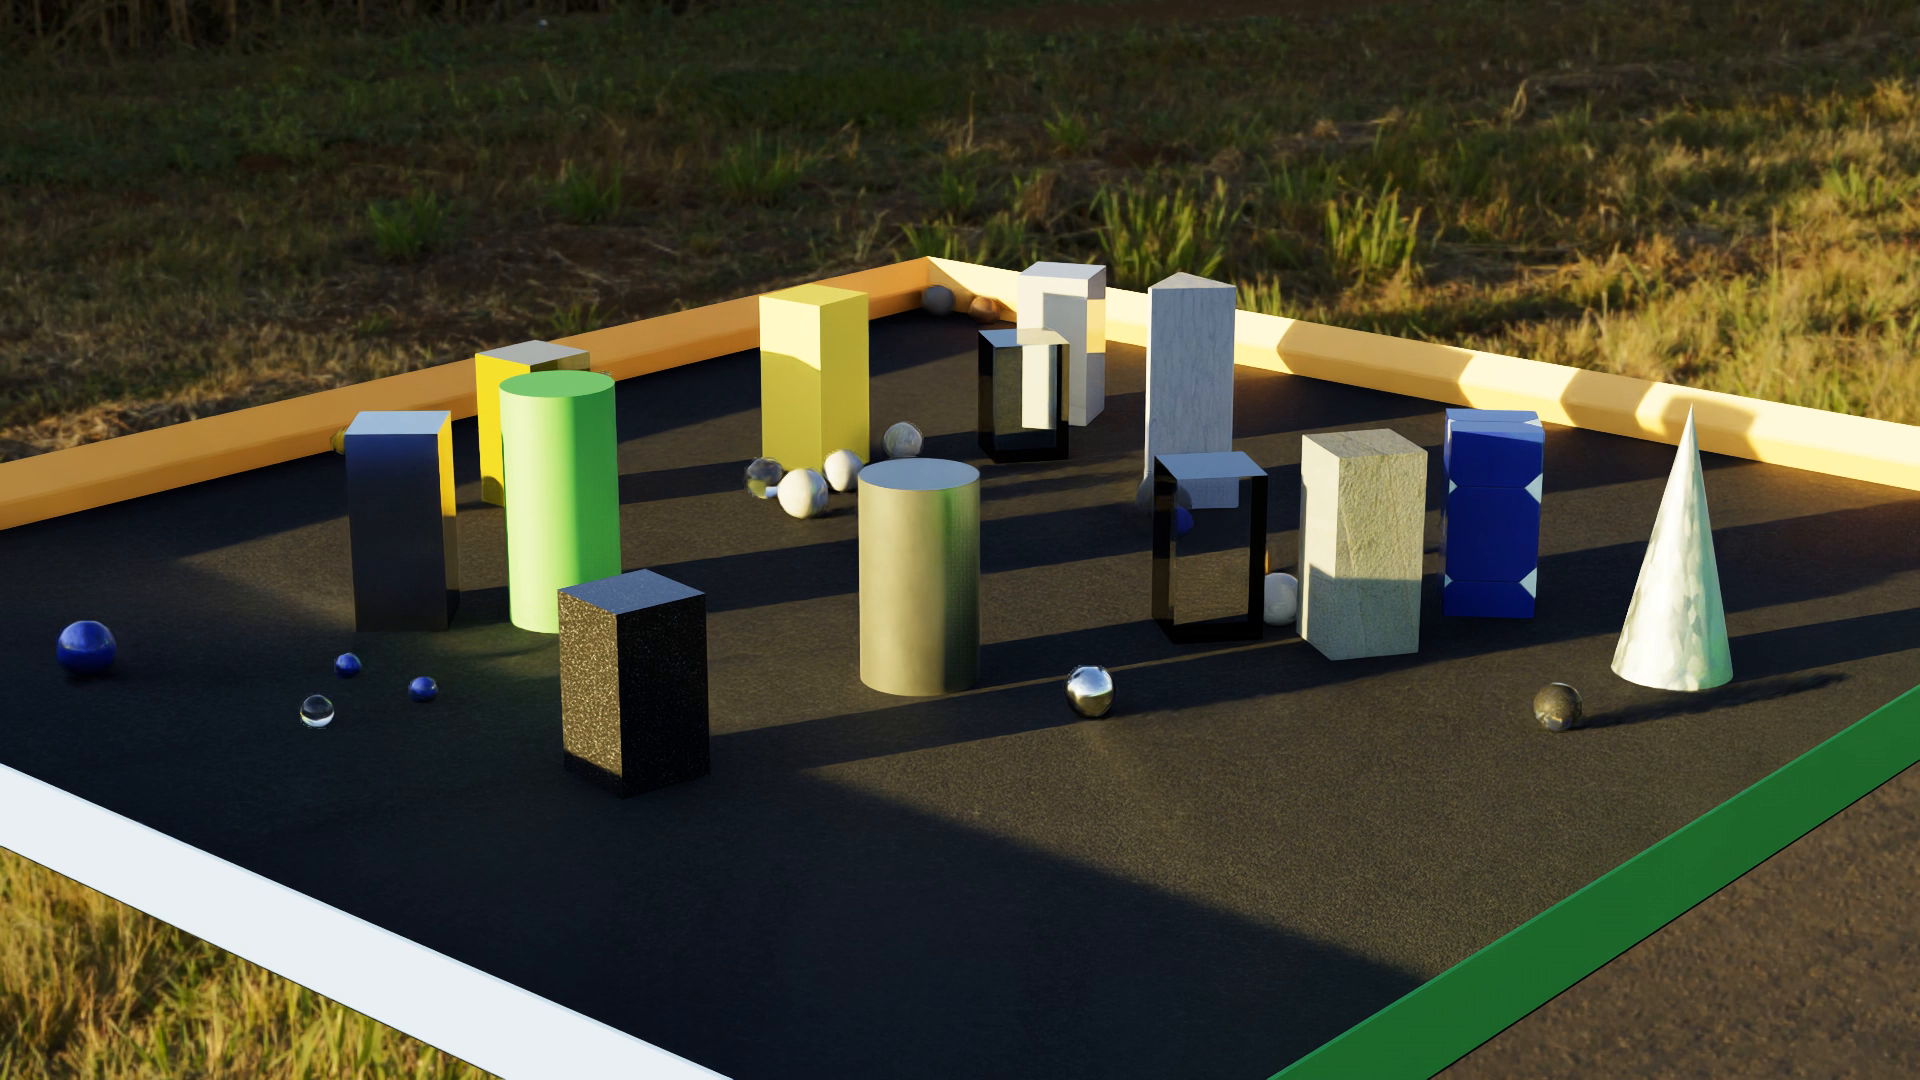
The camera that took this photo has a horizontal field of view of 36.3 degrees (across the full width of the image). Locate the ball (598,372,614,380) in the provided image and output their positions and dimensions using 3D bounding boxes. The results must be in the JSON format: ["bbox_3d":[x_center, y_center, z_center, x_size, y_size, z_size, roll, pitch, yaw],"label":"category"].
[{"bbox_3d":[-0.795,-0.355,6.543,0.044,0.044,0.044,0,17,0],"label":"ball"}]

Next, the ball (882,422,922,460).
[{"bbox_3d":[-0.118,-0.199,5.965,0.079,0.079,0.079,0,17,0],"label":"ball"}]

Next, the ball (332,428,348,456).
[{"bbox_3d":[-1.259,-0.201,6.014,0.055,0.055,0.055,0,17,0],"label":"ball"}]

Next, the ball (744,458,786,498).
[{"bbox_3d":[-0.379,-0.120,5.705,0.079,0.079,0.079,0,17,0],"label":"ball"}]

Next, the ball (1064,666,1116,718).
[{"bbox_3d":[0.201,0.234,4.530,0.080,0.080,0.080,0,17,0],"label":"ball"}]

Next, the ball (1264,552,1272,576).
[{"bbox_3d":[0.529,0.040,5.219,0.053,0.053,0.053,0,17,0],"label":"ball"}]

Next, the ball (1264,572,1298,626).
[{"bbox_3d":[0.538,0.100,4.954,0.091,0.091,0.091,0,17,0],"label":"ball"}]

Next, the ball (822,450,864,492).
[{"bbox_3d":[-0.229,-0.134,5.748,0.081,0.081,0.081,0,17,0],"label":"ball"}]

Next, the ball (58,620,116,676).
[{"bbox_3d":[-1.403,0.174,4.711,0.091,0.091,0.091,0,17,0],"label":"ball"}]

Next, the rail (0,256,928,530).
[{"bbox_3d":[-1.200,-0.270,6.118,0.045,0.125,3.464,14,22,39],"label":"rail"}]

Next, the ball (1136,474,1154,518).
[{"bbox_3d":[0.380,-0.084,5.568,0.089,0.089,0.089,0,17,0],"label":"ball"}]

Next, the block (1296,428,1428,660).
[{"bbox_3d":[0.660,0.006,4.831,0.154,0.342,0.154,-5,17,-15],"label":"block"}]

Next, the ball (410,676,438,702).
[{"bbox_3d":[-0.841,0.234,4.597,0.042,0.042,0.042,0,17,0],"label":"ball"}]

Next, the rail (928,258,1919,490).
[{"bbox_3d":[1.120,-0.342,6.355,3.225,0.125,0.045,14,22,39],"label":"rail"}]

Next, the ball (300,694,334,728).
[{"bbox_3d":[-0.984,0.262,4.488,0.050,0.050,0.050,0,17,0],"label":"ball"}]

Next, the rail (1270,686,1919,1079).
[{"bbox_3d":[1.200,0.332,4.123,0.045,0.125,3.464,14,22,39],"label":"rail"}]

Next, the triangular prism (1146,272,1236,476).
[{"bbox_3d":[0.436,-0.300,5.712,0.166,0.420,0.144,-2,17,-5],"label":"triangular prism"}]

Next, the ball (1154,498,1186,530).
[{"bbox_3d":[0.393,-0.049,5.503,0.059,0.059,0.059,0,17,0],"label":"ball"}]

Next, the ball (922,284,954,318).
[{"bbox_3d":[-0.056,-0.592,7.268,0.080,0.080,0.080,0,17,0],"label":"ball"}]

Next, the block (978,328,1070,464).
[{"bbox_3d":[0.129,-0.297,6.005,0.154,0.243,0.154,-4,17,-12],"label":"block"}]

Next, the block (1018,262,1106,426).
[{"bbox_3d":[0.218,-0.422,6.292,0.154,0.318,0.154,5,18,17],"label":"block"}]

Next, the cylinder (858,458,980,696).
[{"bbox_3d":[-0.064,0.057,4.669,0.192,0.337,0.192,0,17,0],"label":"cylinder"}]

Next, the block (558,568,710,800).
[{"bbox_3d":[-0.475,0.208,4.272,0.154,0.279,0.154,-14,22,-38],"label":"block"}]

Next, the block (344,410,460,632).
[{"bbox_3d":[-0.940,-0.032,4.956,0.154,0.344,0.154,0,17,-2],"label":"block"}]

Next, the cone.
[{"bbox_3d":[1.153,-0.002,4.682,0.192,0.444,0.192,0,17,0],"label":"cone"}]

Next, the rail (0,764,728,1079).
[{"bbox_3d":[-1.120,0.404,3.885,3.225,0.125,0.045,14,22,39],"label":"rail"}]

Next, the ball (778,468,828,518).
[{"bbox_3d":[-0.297,-0.089,5.572,0.096,0.096,0.096,0,17,0],"label":"ball"}]

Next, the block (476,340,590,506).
[{"bbox_3d":[-0.819,-0.219,5.660,0.154,0.293,0.154,14,21,38],"label":"block"}]

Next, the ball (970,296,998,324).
[{"bbox_3d":[0.058,-0.563,7.185,0.070,0.070,0.070,0,17,0],"label":"ball"}]

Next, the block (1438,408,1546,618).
[{"bbox_3d":[0.909,-0.047,5.034,0.154,0.326,0.154,1,17,5],"label":"block"}]

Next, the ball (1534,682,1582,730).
[{"bbox_3d":[0.913,0.254,4.474,0.073,0.073,0.073,0,17,0],"label":"ball"}]

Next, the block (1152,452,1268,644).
[{"bbox_3d":[0.416,0.012,4.912,0.154,0.284,0.154,-3,17,-10],"label":"block"}]

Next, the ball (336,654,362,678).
[{"bbox_3d":[-0.982,0.202,4.704,0.041,0.041,0.041,0,17,0],"label":"ball"}]

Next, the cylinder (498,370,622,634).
[{"bbox_3d":[-0.673,-0.066,4.958,0.192,0.407,0.192,0,17,0],"label":"cylinder"}]

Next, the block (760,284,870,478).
[{"bbox_3d":[-0.291,-0.321,5.901,0.154,0.351,0.154,12,21,35],"label":"block"}]
